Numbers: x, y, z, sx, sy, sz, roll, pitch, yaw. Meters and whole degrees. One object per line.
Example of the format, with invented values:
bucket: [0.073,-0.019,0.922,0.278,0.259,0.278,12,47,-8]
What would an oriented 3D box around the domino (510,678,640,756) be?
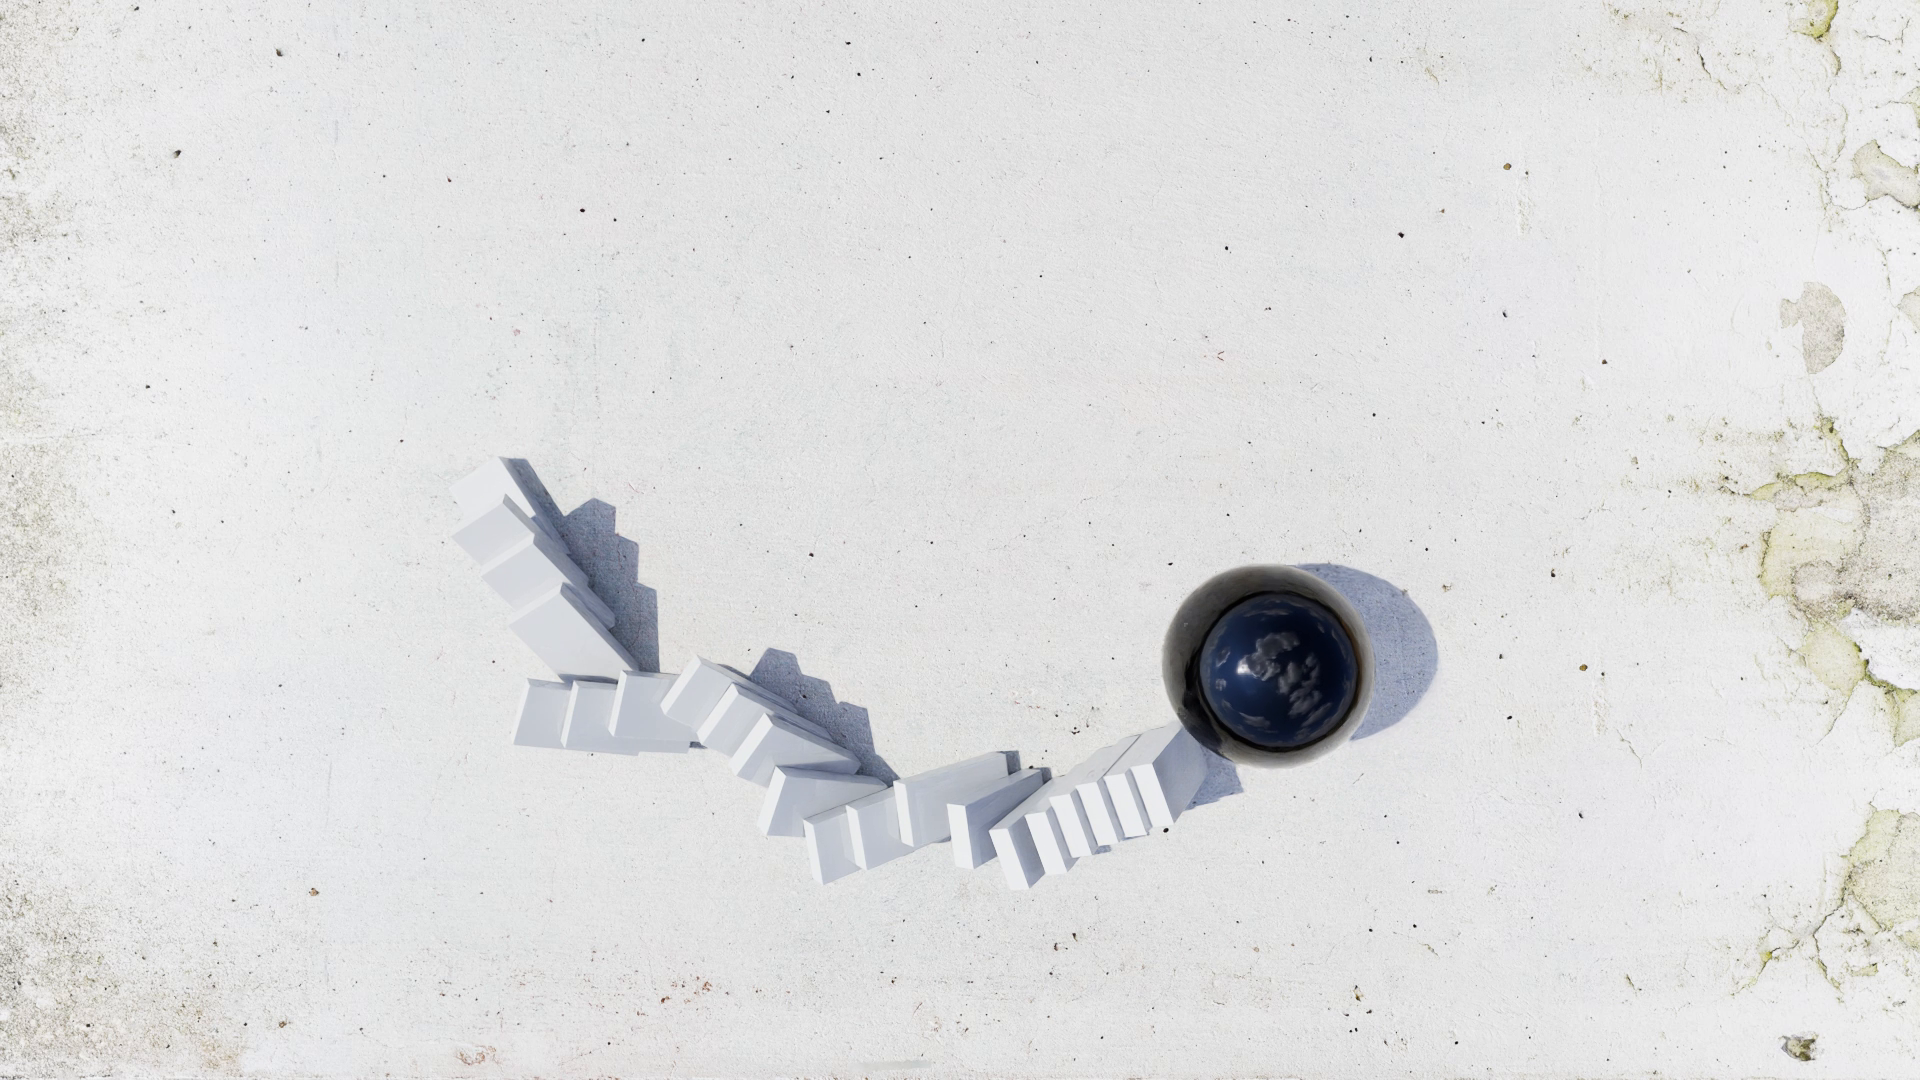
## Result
domino: [-0.157,0.074,0.382,0.050,0.009,0.025,15,93,-33]

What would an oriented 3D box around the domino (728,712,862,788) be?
domino: [-0.068,0.093,0.381,0.050,0.009,0.025,36,90,-38]

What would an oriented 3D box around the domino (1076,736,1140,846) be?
domino: [0.066,0.102,0.376,0.010,0.050,0.025,-20,90,32]

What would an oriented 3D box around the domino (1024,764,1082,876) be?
domino: [0.046,0.113,0.376,0.010,0.050,0.025,-20,90,32]

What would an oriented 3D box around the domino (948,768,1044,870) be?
domino: [0.017,0.114,0.378,0.009,0.050,0.025,-8,90,42]

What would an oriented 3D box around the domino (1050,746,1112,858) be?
domino: [0.055,0.106,0.376,0.009,0.050,0.025,-20,90,32]

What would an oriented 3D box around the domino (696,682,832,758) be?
domino: [-0.081,0.082,0.382,0.050,0.010,0.025,36,90,-33]

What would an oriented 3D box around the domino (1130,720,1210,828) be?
domino: [0.087,0.095,0.376,0.010,0.050,0.025,-20,90,32]

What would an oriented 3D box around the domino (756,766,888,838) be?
domino: [-0.056,0.110,0.381,0.050,0.010,0.025,18,91,-37]

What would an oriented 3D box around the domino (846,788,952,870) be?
domino: [-0.021,0.115,0.382,0.050,0.009,0.025,-12,95,-33]

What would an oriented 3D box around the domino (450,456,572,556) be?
domino: [-0.194,-0.008,0.395,0.025,0.009,0.050,-33,90,0]

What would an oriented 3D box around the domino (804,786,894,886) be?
domino: [-0.039,0.121,0.381,0.050,0.009,0.025,-12,96,-33]

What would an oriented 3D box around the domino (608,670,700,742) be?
domino: [-0.117,0.070,0.382,0.050,0.009,0.025,12,90,-33]

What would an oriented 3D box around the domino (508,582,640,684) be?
domino: [-0.161,0.044,0.384,0.025,0.010,0.050,-32,119,0]

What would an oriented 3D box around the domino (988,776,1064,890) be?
domino: [0.034,0.120,0.377,0.009,0.050,0.025,-20,90,38]

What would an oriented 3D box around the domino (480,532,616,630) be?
domino: [-0.171,0.024,0.383,0.025,0.010,0.050,-33,123,0]

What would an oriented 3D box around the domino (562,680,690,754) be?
domino: [-0.137,0.074,0.382,0.050,0.009,0.025,12,91,-33]

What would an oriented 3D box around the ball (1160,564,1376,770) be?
ball: [0.120,0.049,0.360,0.080,0.080,0.080,0,90,0]

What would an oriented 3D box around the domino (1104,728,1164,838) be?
domino: [0.076,0.098,0.376,0.010,0.050,0.025,-20,90,32]

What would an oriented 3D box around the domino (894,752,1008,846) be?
domino: [-0.002,0.107,0.382,0.050,0.010,0.025,-8,90,-33]

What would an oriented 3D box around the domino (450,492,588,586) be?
domino: [-0.182,0.007,0.381,0.025,0.010,0.050,-33,123,0]

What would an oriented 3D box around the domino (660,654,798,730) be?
domino: [-0.095,0.070,0.382,0.050,0.010,0.025,36,88,-33]
